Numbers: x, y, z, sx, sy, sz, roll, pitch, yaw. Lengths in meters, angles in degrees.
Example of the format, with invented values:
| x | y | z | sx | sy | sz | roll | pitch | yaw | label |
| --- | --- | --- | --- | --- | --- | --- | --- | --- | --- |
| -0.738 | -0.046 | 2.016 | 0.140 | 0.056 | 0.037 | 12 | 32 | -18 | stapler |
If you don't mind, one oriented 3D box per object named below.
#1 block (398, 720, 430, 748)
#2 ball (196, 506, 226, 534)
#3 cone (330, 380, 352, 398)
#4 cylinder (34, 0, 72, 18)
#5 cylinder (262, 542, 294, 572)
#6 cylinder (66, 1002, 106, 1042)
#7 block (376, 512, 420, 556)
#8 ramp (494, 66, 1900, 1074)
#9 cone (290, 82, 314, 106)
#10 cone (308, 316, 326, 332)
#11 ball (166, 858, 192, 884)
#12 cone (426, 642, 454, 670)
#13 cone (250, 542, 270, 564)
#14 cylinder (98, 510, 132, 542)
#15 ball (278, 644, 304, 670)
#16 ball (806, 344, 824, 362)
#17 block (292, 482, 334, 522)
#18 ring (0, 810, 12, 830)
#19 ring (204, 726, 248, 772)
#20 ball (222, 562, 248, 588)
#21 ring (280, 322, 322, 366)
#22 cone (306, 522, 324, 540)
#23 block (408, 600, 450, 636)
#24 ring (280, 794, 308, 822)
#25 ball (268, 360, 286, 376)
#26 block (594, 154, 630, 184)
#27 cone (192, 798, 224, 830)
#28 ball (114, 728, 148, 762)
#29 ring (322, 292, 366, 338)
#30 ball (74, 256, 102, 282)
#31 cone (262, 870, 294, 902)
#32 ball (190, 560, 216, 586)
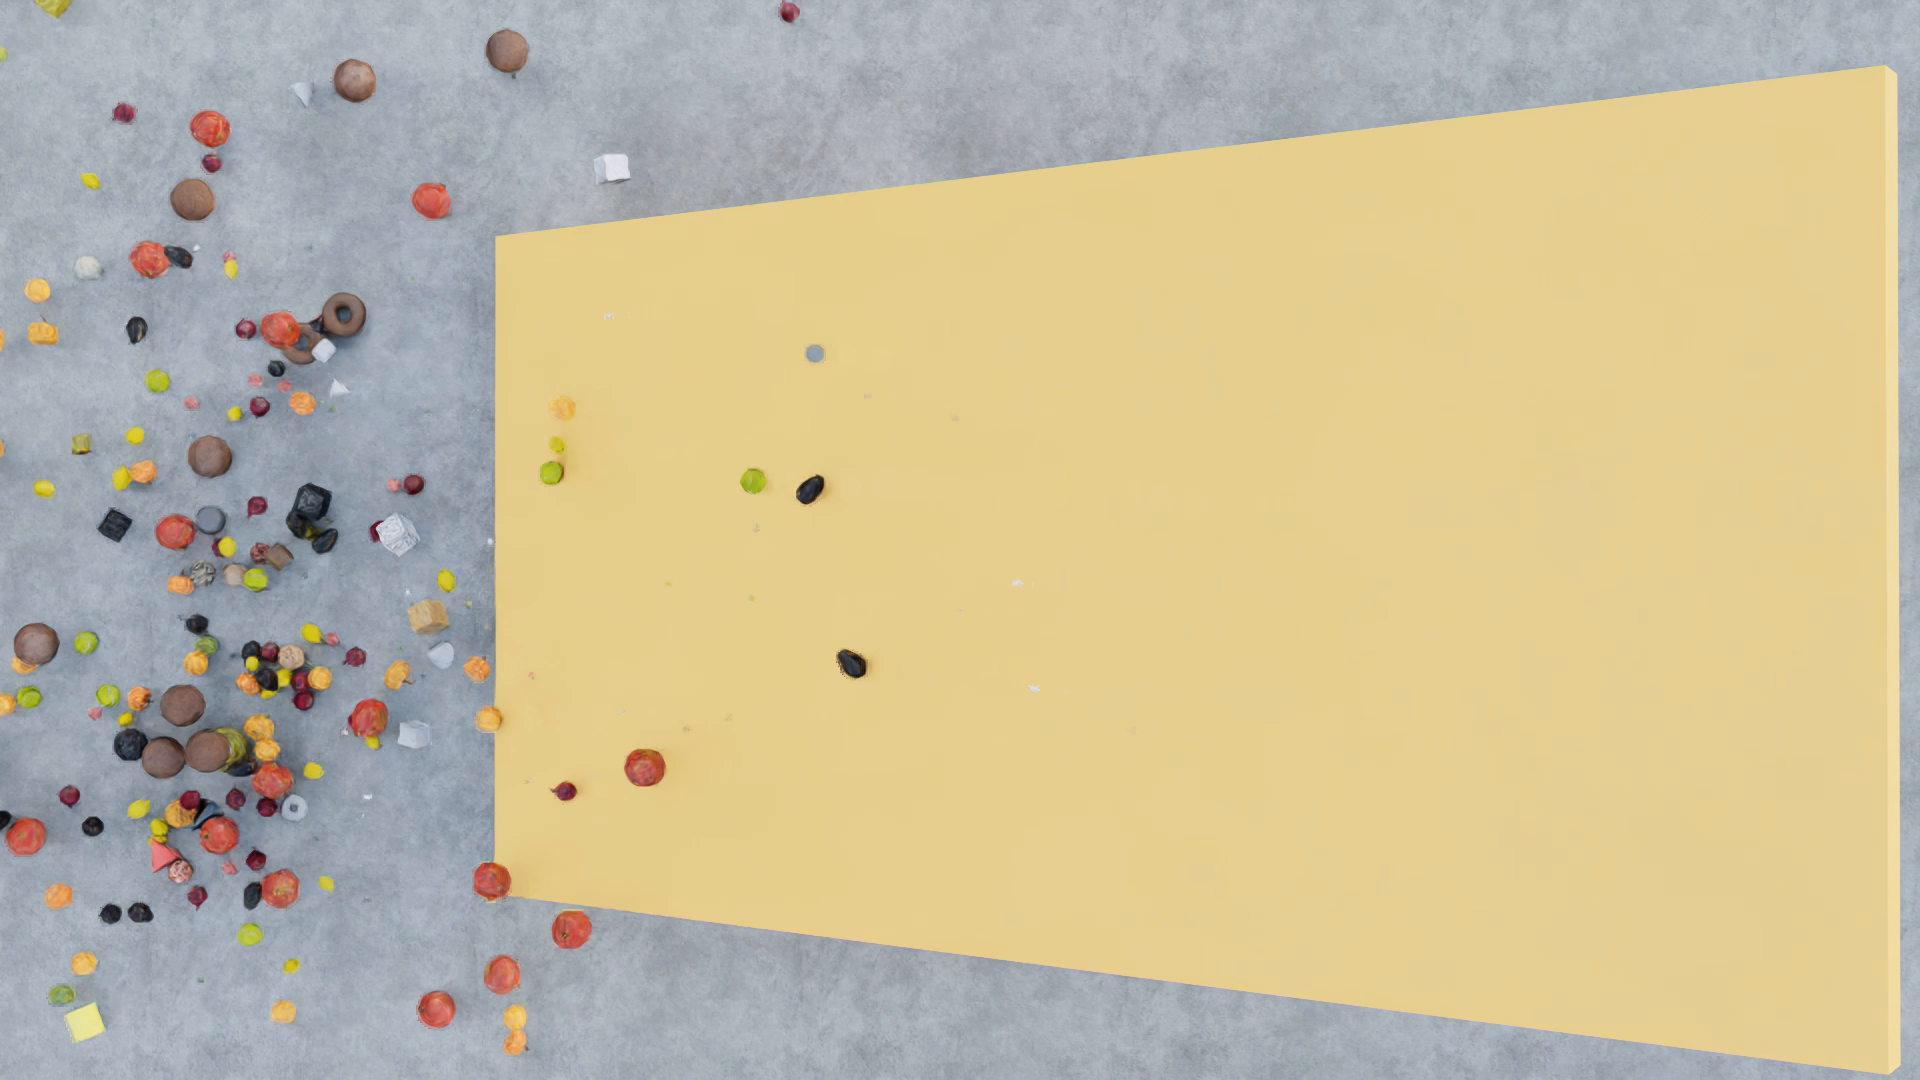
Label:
| x | y | z | sx | sy | sz | roll | pitch | yaw | label |
| --- | --- | --- | --- | --- | --- | --- | --- | --- | --- |
| -1.667 | 0.594 | 6.719 | 0.064 | 0.064 | 0.064 | 14 | 102 | 26 | block |
| -2.292 | -0.061 | 6.727 | 0.087 | 0.087 | 0.087 | 0 | 90 | 0 | ball |
| -1.889 | -0.456 | 6.725 | 0.059 | 0.059 | 0.059 | 13 | 90 | -7 | cone |
| -2.774 | -1.655 | 6.737 | 0.081 | 0.081 | 0.081 | 40 | 94 | 0 | cylinder |
| -2.085 | 0.052 | 6.731 | 0.067 | 0.067 | 0.067 | 44 | 90 | -2 | cylinder |
| -2.669 | 1.472 | 6.710 | 0.090 | 0.090 | 0.090 | -25 | 83 | 0 | cylinder |
| -1.710 | -0.018 | 6.691 | 0.081 | 0.081 | 0.081 | -37 | 58 | 6 | block |
| 0.240 | 0.067 | 5.563 | 4.000 | 0.100 | 2.000 | 0 | 89 | 36 | ramp |
| -2.010 | -1.363 | 6.748 | 0.074 | 0.074 | 0.074 | -10 | 100 | 0 | cone |
| -1.963 | -0.671 | 6.739 | 0.052 | 0.052 | 0.052 | 35 | 123 | 0 | cone |
| -2.385 | 1.013 | 6.724 | 0.075 | 0.075 | 0.075 | 0 | 90 | 0 | ball |
| -1.598 | 0.348 | 6.684 | 0.085 | 0.085 | 0.085 | -2 | 83 | 21 | cone |
| -2.152 | 0.041 | 6.736 | 0.068 | 0.068 | 0.068 | 0 | 90 | 0 | cone |
| -2.585 | -0.044 | 6.730 | 0.073 | 0.073 | 0.073 | 33 | 89 | 0 | cylinder |
| -2.045 | 0.359 | 6.728 | 0.079 | 0.079 | 0.079 | 0 | 90 | 0 | ball |
| -0.391 | -0.504 | 5.927 | 0.051 | 0.051 | 0.051 | 0 | 90 | 0 | ball |
| -1.980 | -0.116 | 6.722 | 0.080 | 0.080 | 0.080 | 22 | 104 | 0 | block |
| -2.947 | 0.865 | 6.696 | 0.117 | 0.117 | 0.039 | -36 | 81 | 0 | ring |
| -2.251 | 0.642 | 6.742 | 0.140 | 0.047 | 0.140 | 0 | 90 | 1 | ring |
| -2.218 | 0.107 | 6.731 | 0.077 | 0.077 | 0.077 | 0 | 90 | 0 | ball |
| -2.021 | -0.604 | 6.753 | 0.134 | 0.045 | 0.134 | 0 | 90 | -1 | ring |
| -1.976 | -0.022 | 6.757 | 0.056 | 0.056 | 0.056 | 9 | 90 | -27 | cone |
| -1.620 | 0.236 | 6.706 | 0.078 | 0.078 | 0.078 | -27 | 69 | 23 | block |
| -2.044 | 0.824 | 6.750 | 0.083 | 0.028 | 0.083 | 0 | 90 | 4 | ring |
| -2.098 | -0.527 | 6.748 | 0.052 | 0.052 | 0.052 | 0 | 90 | 0 | ball |
| -1.061 | -1.129 | 6.701 | 0.076 | 0.076 | 0.076 | -8 | 91 | -34 | block |
| -2.310 | 0.854 | 6.696 | 0.095 | 0.095 | 0.095 | 11 | 127 | 16 | cone |
| -2.533 | 0.626 | 6.715 | 0.099 | 0.099 | 0.099 | 0 | 90 | 0 | ball |
| -1.892 | -0.691 | 6.753 | 0.137 | 0.046 | 0.137 | 0 | 90 | 1 | ring |
| -2.672 | -0.832 | 6.738 | 0.076 | 0.076 | 0.076 | 0 | 90 | 0 | ball |
| -2.110 | 1.058 | 6.741 | 0.092 | 0.092 | 0.092 | 0 | 90 | 27 | cone |
| -2.315 | 0.103 | 6.724 | 0.079 | 0.079 | 0.079 | 0 | 90 | 0 | ball |
